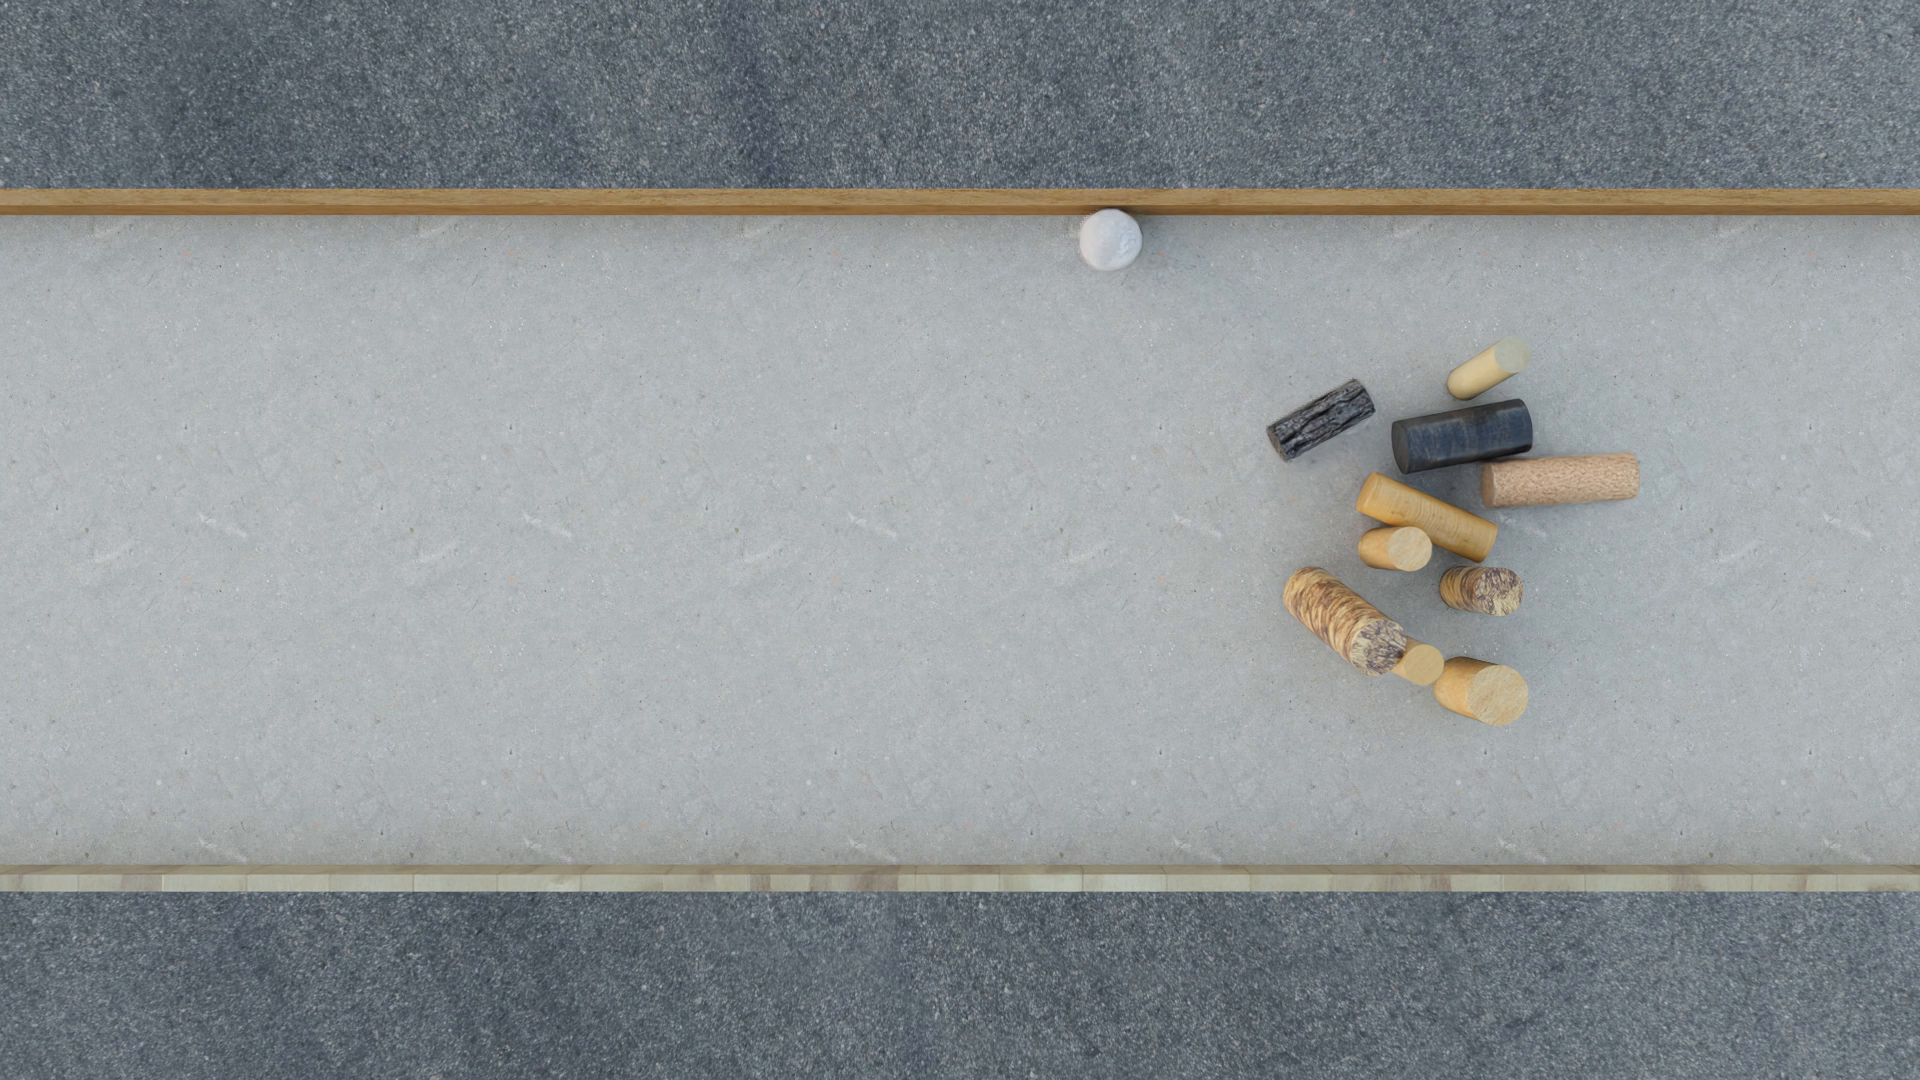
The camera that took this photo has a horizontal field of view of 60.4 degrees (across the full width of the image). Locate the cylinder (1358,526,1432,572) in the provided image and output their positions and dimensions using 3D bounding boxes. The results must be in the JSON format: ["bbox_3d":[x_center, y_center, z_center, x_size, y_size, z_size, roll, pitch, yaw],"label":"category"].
[{"bbox_3d":[1.289,0.026,4.901,0.128,0.352,0.128,0,90,0],"label":"cylinder"}]

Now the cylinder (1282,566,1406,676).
[{"bbox_3d":[1.122,0.232,4.841,0.172,0.438,0.172,-5,111,-14],"label":"cylinder"}]

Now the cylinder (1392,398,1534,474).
[{"bbox_3d":[1.518,-0.314,4.994,0.378,0.164,0.164,-11,90,0],"label":"cylinder"}]

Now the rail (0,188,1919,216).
[{"bbox_3d":[-2.247,-1.025,5.002,12.000,0.150,0.050,0,90,0],"label":"rail"}]

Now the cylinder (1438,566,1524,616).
[{"bbox_3d":[1.543,0.148,4.895,0.138,0.362,0.138,0,90,0],"label":"cylinder"}]

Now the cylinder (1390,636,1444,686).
[{"bbox_3d":[1.291,0.334,4.865,0.116,0.412,0.116,-1,95,-6],"label":"cylinder"}]

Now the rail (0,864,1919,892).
[{"bbox_3d":[-2.247,1.025,5.001,12.000,0.150,0.050,0,90,0],"label":"rail"}]

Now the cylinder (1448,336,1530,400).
[{"bbox_3d":[1.566,-0.506,4.900,0.108,0.340,0.108,1,81,-6],"label":"cylinder"}]

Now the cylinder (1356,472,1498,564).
[{"bbox_3d":[1.417,-0.069,5.011,0.401,0.131,0.131,24,90,0],"label":"cylinder"}]

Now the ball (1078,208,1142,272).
[{"bbox_3d":[0.454,-0.905,4.982,0.190,0.190,0.190,0,90,0],"label":"ball"}]

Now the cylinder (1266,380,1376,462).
[{"bbox_3d":[1.097,-0.362,5.015,0.304,0.121,0.121,-29,90,0],"label":"cylinder"}]

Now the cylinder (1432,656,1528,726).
[{"bbox_3d":[1.542,0.446,4.902,0.175,0.350,0.175,0,90,0],"label":"cylinder"}]

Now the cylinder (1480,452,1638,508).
[{"bbox_3d":[1.815,-0.181,5.006,0.432,0.143,0.143,-4,90,0],"label":"cylinder"}]
